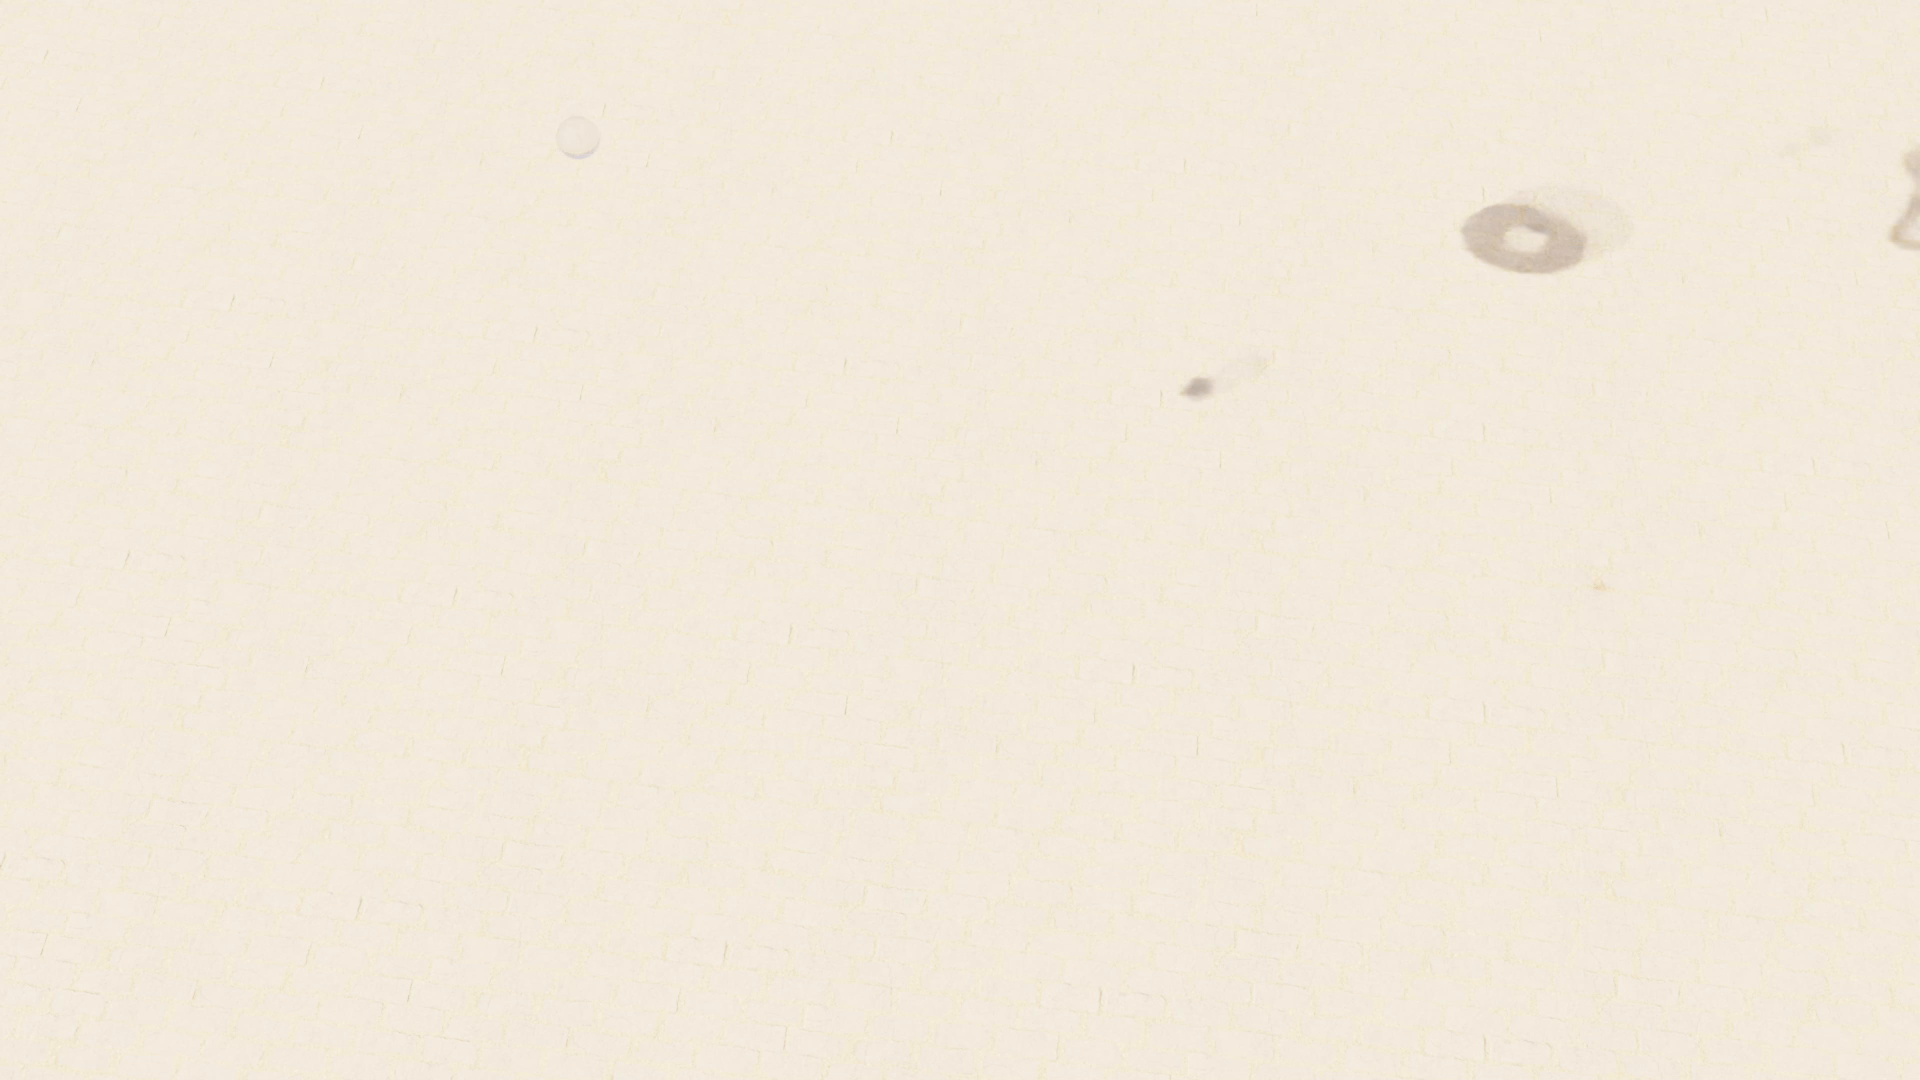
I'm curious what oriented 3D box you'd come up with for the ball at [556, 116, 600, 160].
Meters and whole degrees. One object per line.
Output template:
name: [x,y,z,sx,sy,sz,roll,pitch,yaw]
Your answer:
ball: [-0.829,-0.874,4.776,0.095,0.095,0.095,0,56,0]
